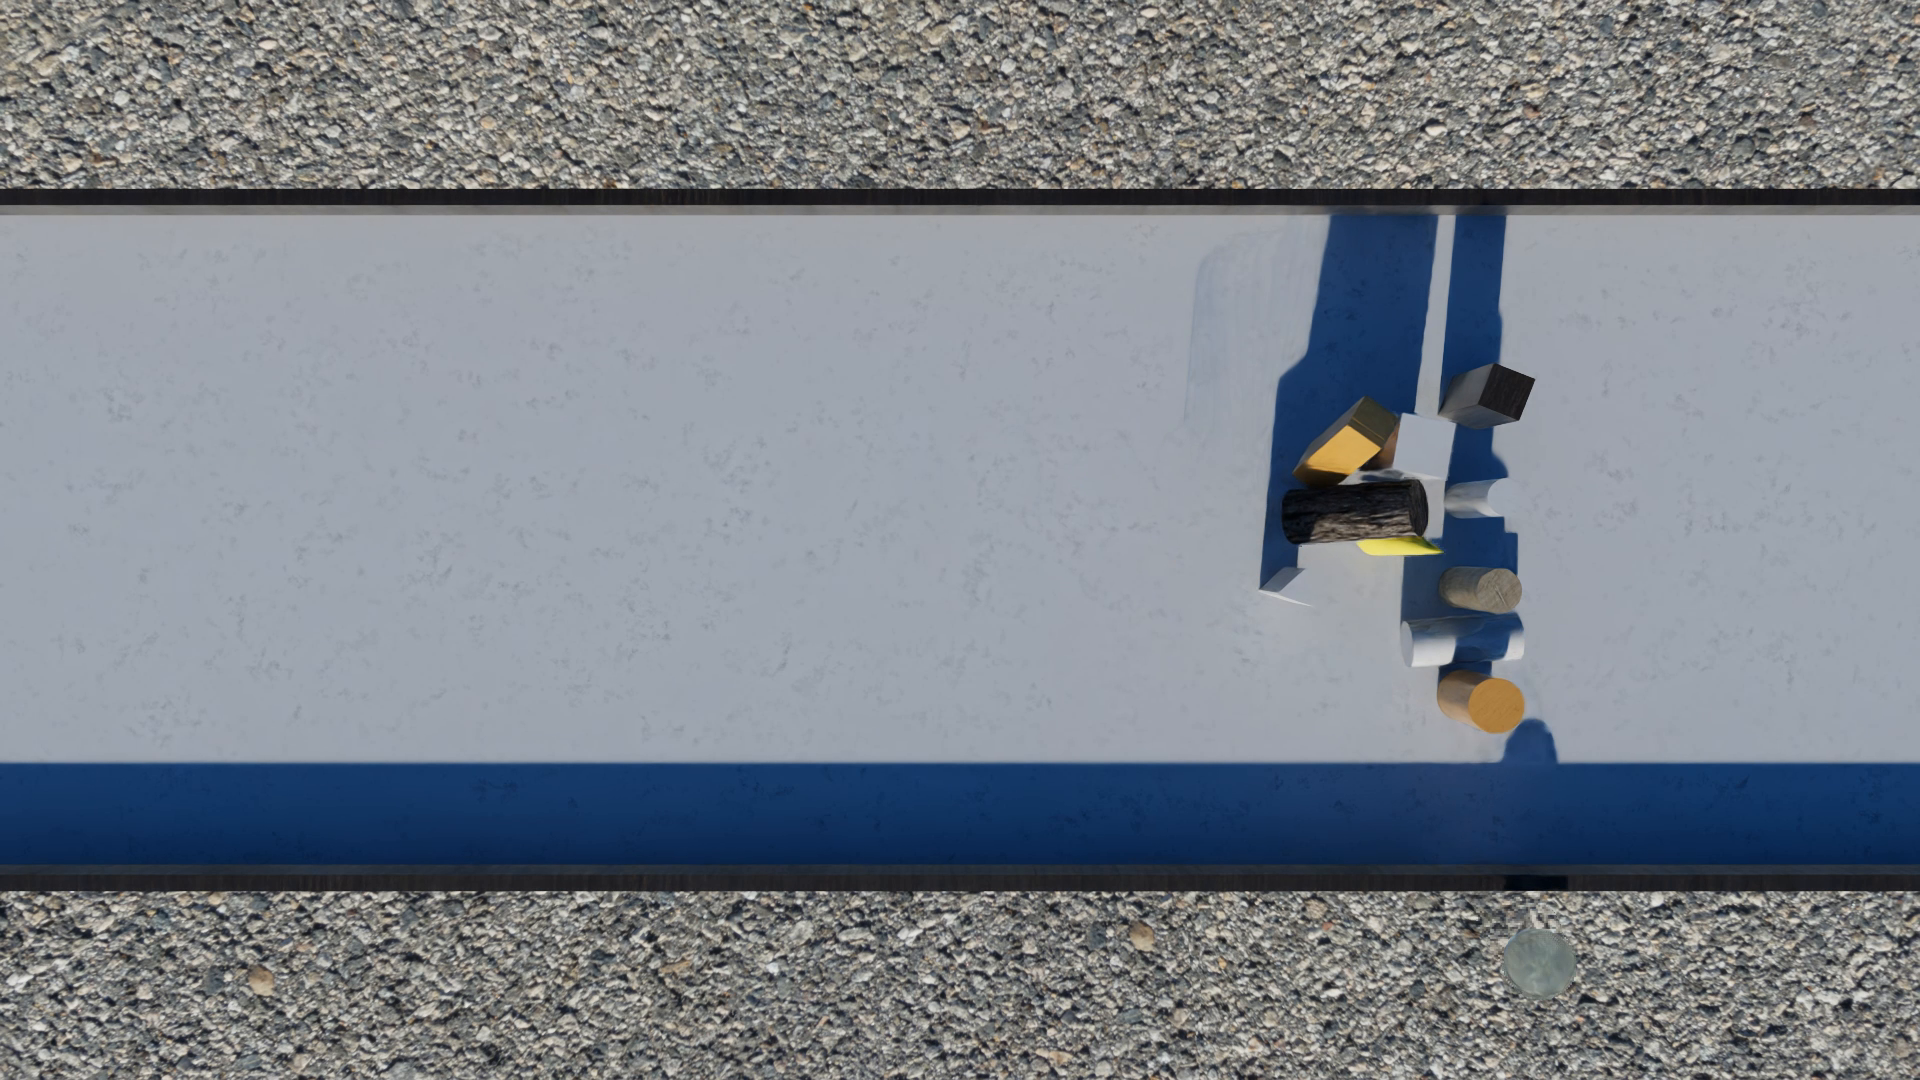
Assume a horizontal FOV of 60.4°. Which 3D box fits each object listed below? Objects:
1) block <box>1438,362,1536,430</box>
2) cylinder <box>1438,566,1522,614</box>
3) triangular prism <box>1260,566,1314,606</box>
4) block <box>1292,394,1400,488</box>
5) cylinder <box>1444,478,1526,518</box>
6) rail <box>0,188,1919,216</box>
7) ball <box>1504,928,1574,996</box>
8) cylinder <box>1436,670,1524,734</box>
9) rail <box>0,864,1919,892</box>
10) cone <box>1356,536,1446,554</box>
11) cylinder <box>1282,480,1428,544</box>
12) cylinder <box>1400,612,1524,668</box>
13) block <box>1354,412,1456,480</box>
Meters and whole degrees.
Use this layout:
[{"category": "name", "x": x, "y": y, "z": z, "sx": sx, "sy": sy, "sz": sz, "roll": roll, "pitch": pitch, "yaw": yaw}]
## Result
[{"category": "block", "x": 1.553, "y": -0.421, "z": 4.881, "sx": 0.127, "sy": 0.392, "sz": 0.127, "roll": 22, "pitch": 90, "yaw": 0}, {"category": "cylinder", "x": 1.535, "y": 0.144, "z": 4.885, "sx": 0.129, "sy": 0.384, "sz": 0.129, "roll": 0, "pitch": 90, "yaw": 0}, {"category": "triangular prism", "x": 0.988, "y": 0.128, "z": 4.923, "sx": 0.111, "sy": 0.306, "sz": 0.097, "roll": 18, "pitch": 90, "yaw": 0}, {"category": "block", "x": 1.134, "y": -0.275, "z": 4.872, "sx": 0.119, "sy": 0.392, "sz": 0.119, "roll": 35, "pitch": 67, "yaw": 0}, {"category": "cylinder", "x": 1.544, "y": -0.121, "z": 4.867, "sx": 0.109, "sy": 0.419, "sz": 0.109, "roll": 0, "pitch": 90, "yaw": 0}, {"category": "rail", "x": -2.247, "y": -1.025, "z": 5.002, "sx": 12.000, "sy": 0.150, "sz": 0.050, "roll": 0, "pitch": 90, "yaw": 0}, {"category": "ball", "x": 1.704, "y": 1.243, "z": 4.856, "sx": 0.197, "sy": 0.197, "sz": 0.197, "roll": 0, "pitch": 90, "yaw": 0}, {"category": "cylinder", "x": 1.547, "y": 0.478, "z": 4.917, "sx": 0.161, "sy": 0.319, "sz": 0.161, "roll": 0, "pitch": 90, "yaw": 0}, {"category": "rail", "x": -2.247, "y": 1.025, "z": 5.001, "sx": 12.000, "sy": 0.150, "sz": 0.050, "roll": 0, "pitch": 90, "yaw": 0}, {"category": "cone", "x": 1.326, "y": 0.008, "z": 4.865, "sx": 0.136, "sy": 0.401, "sz": 0.136, "roll": -3, "pitch": 99, "yaw": -15}, {"category": "cylinder", "x": 1.170, "y": -0.082, "z": 4.897, "sx": 0.390, "sy": 0.167, "sz": 0.167, "roll": -4, "pitch": 90, "yaw": 35}, {"category": "cylinder", "x": 1.522, "y": 0.303, "z": 5.005, "sx": 0.334, "sy": 0.142, "sz": 0.142, "roll": -5, "pitch": 90, "yaw": 0}, {"category": "block", "x": 1.312, "y": -0.272, "z": 4.890, "sx": 0.162, "sy": 0.361, "sz": 0.162, "roll": 10, "pitch": 90, "yaw": -5}]
